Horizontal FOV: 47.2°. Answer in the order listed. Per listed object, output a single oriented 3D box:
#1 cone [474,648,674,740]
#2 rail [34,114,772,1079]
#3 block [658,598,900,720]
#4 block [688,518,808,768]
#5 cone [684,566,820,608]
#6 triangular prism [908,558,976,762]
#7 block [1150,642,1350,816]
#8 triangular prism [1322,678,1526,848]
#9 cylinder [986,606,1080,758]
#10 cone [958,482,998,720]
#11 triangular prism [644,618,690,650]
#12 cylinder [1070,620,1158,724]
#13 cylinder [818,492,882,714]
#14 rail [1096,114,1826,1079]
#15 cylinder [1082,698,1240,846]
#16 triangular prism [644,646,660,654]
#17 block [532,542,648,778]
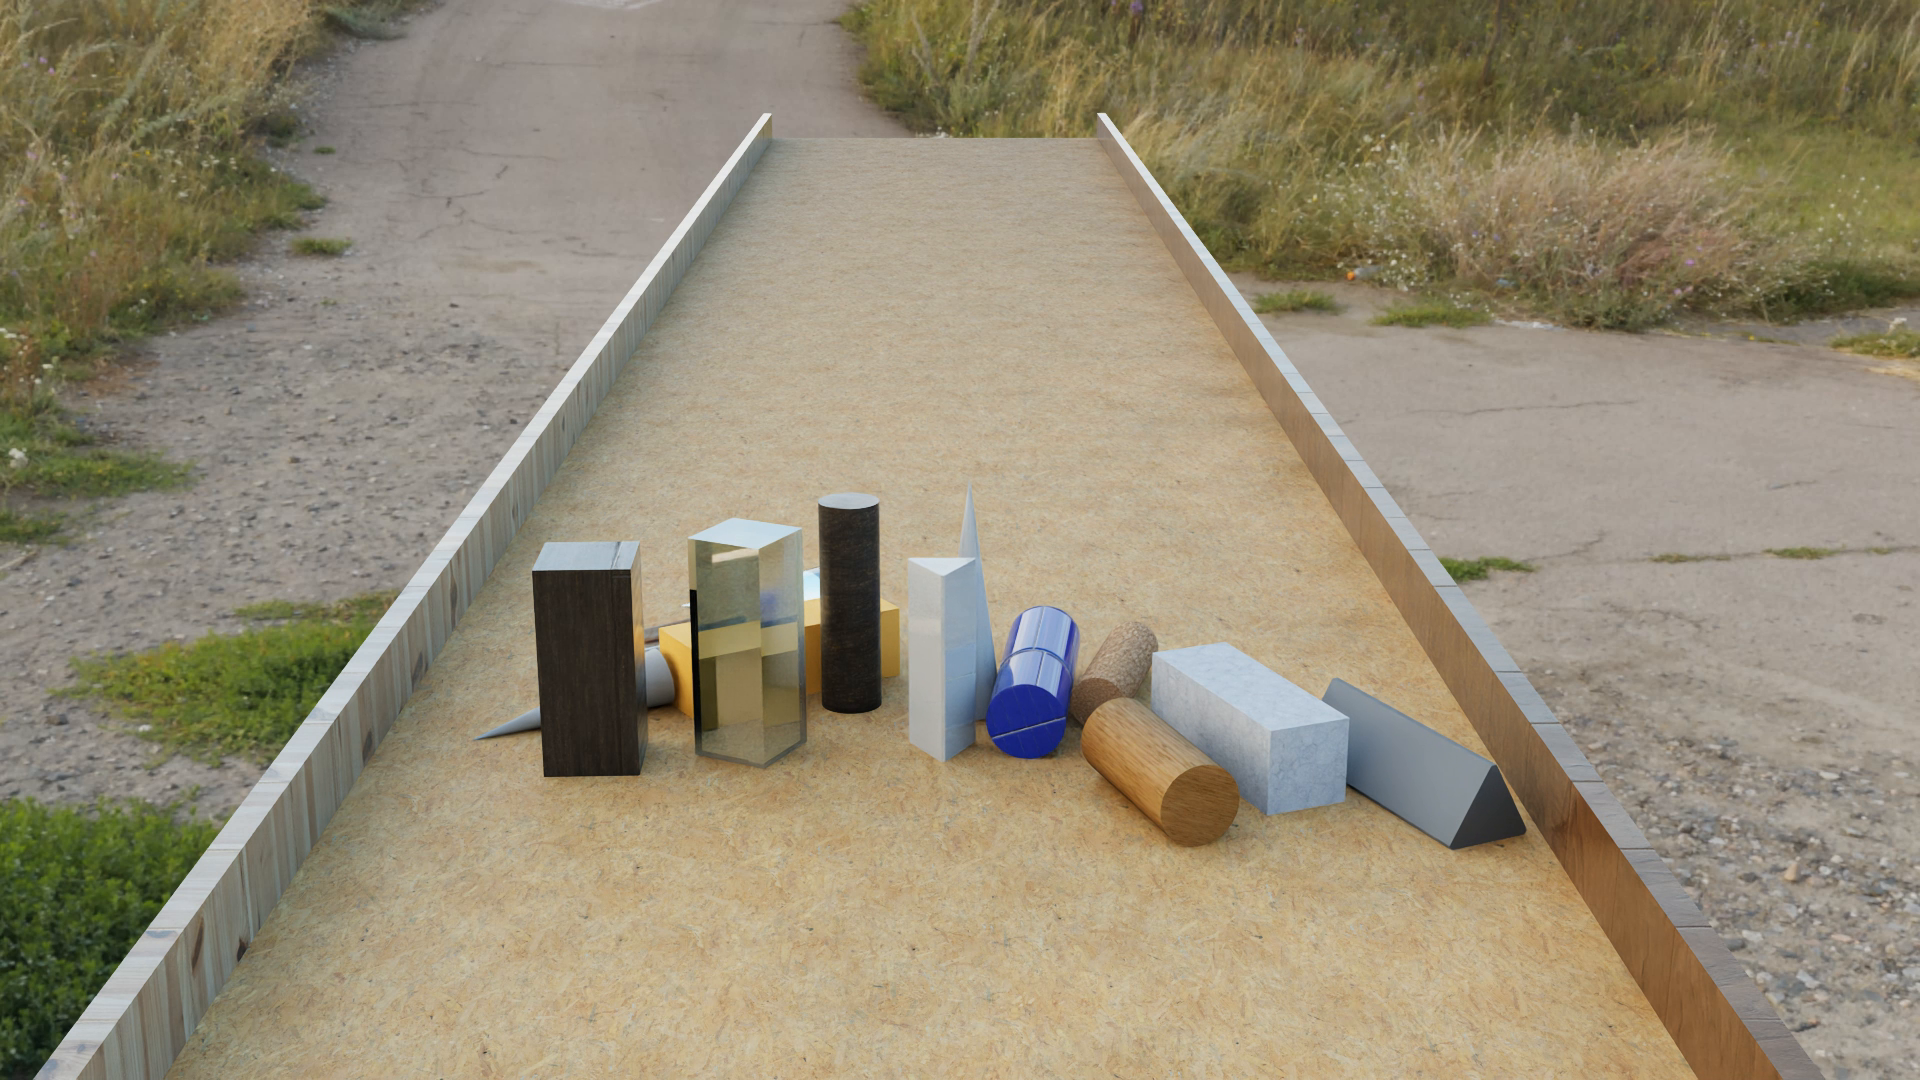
[{"bbox_3d":[-0.729,0.312,4.083,0.387,0.109,0.109,-18,23,-27],"label":"cone"},{"bbox_3d":[-1.118,-0.838,7.780,0.050,0.150,12.000,0,17,-1],"label":"rail"},{"bbox_3d":[-0.345,0.217,4.253,0.449,0.139,0.139,-10,19,-31],"label":"block"},{"bbox_3d":[-0.376,0.182,3.907,0.145,0.404,0.145,8,18,26],"label":"block"},{"bbox_3d":[-0.411,0.129,4.381,0.156,0.156,0.374,16,10,42],"label":"cone"},{"bbox_3d":[-0.017,0.206,3.924,0.102,0.348,0.118,-10,19,-30],"label":"triangular prism"},{"bbox_3d":[0.502,0.325,3.869,0.152,0.152,0.420,-7,18,-22],"label":"block"},{"bbox_3d":[0.764,0.366,3.750,0.153,0.132,0.449,-8,18,-24],"label":"triangular prism"},{"bbox_3d":[0.142,0.259,4.108,0.142,0.142,0.445,2,17,6],"label":"cylinder"},{"bbox_3d":[0.017,0.102,4.090,0.128,0.449,0.128,0,15,0],"label":"cone"},{"bbox_3d":[-0.533,0.195,4.417,0.383,0.083,0.096,-13,21,-37],"label":"triangular prism"},{"bbox_3d":[0.297,0.255,4.189,0.103,0.103,0.336,4,17,15],"label":"cylinder"},{"bbox_3d":[-0.206,0.119,4.127,0.114,0.399,0.114,0,17,0],"label":"cylinder"},{"bbox_3d":[0.932,-0.844,7.801,0.050,0.150,12.000,0,17,-1],"label":"rail"},{"bbox_3d":[0.331,0.385,3.686,0.141,0.141,0.324,-6,18,-19],"label":"cylinder"},{"bbox_3d":[-0.534,0.233,4.294,0.316,0.080,0.093,-12,20,-35],"label":"triangular prism"},{"bbox_3d":[-0.646,0.208,3.865,0.167,0.378,0.167,-1,17,-2],"label":"block"}]
